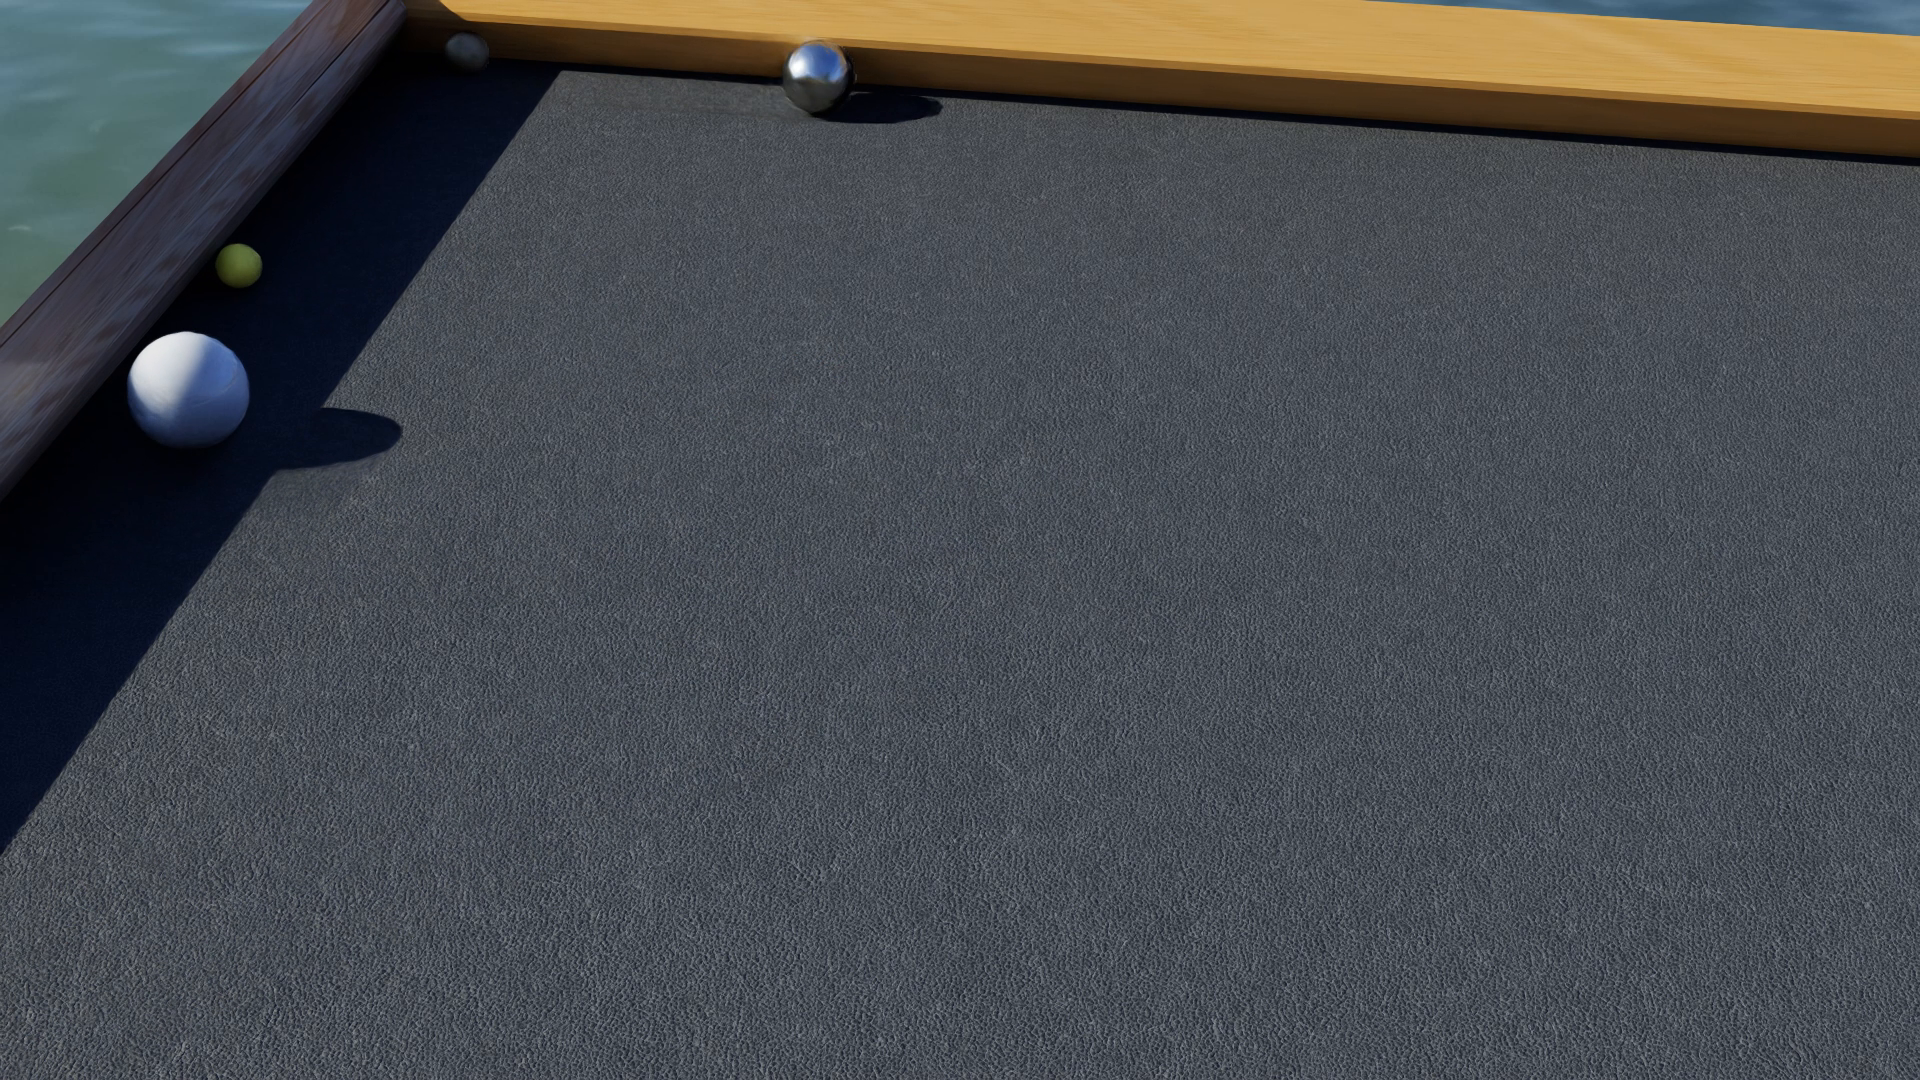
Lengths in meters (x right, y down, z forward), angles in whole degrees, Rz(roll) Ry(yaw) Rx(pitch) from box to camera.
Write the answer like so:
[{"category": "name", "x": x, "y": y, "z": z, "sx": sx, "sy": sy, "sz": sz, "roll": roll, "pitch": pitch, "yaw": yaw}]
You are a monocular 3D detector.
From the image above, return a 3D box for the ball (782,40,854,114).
[{"category": "ball", "x": -0.148, "y": -0.483, "z": 2.674, "sx": 0.076, "sy": 0.076, "sz": 0.076, "roll": 0, "pitch": 34, "yaw": 0}]

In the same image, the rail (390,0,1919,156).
[{"category": "rail", "x": 0.917, "y": -0.434, "z": 2.555, "sx": 3.144, "sy": 0.128, "sz": 0.045, "roll": 5, "pitch": 35, "yaw": 8}]

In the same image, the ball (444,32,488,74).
[{"category": "ball", "x": -0.532, "y": -0.523, "z": 2.760, "sx": 0.046, "sy": 0.046, "sz": 0.046, "roll": 0, "pitch": 34, "yaw": 0}]

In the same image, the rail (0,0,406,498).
[{"category": "rail", "x": -0.752, "y": -0.100, "z": 2.068, "sx": 0.045, "sy": 0.128, "sz": 1.764, "roll": 5, "pitch": 35, "yaw": 8}]

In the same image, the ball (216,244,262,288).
[{"category": "ball", "x": -0.666, "y": -0.253, "z": 2.369, "sx": 0.042, "sy": 0.042, "sz": 0.042, "roll": 0, "pitch": 34, "yaw": 0}]

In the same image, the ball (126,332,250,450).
[{"category": "ball", "x": -0.640, "y": -0.123, "z": 2.129, "sx": 0.099, "sy": 0.099, "sz": 0.099, "roll": 0, "pitch": 34, "yaw": 0}]
